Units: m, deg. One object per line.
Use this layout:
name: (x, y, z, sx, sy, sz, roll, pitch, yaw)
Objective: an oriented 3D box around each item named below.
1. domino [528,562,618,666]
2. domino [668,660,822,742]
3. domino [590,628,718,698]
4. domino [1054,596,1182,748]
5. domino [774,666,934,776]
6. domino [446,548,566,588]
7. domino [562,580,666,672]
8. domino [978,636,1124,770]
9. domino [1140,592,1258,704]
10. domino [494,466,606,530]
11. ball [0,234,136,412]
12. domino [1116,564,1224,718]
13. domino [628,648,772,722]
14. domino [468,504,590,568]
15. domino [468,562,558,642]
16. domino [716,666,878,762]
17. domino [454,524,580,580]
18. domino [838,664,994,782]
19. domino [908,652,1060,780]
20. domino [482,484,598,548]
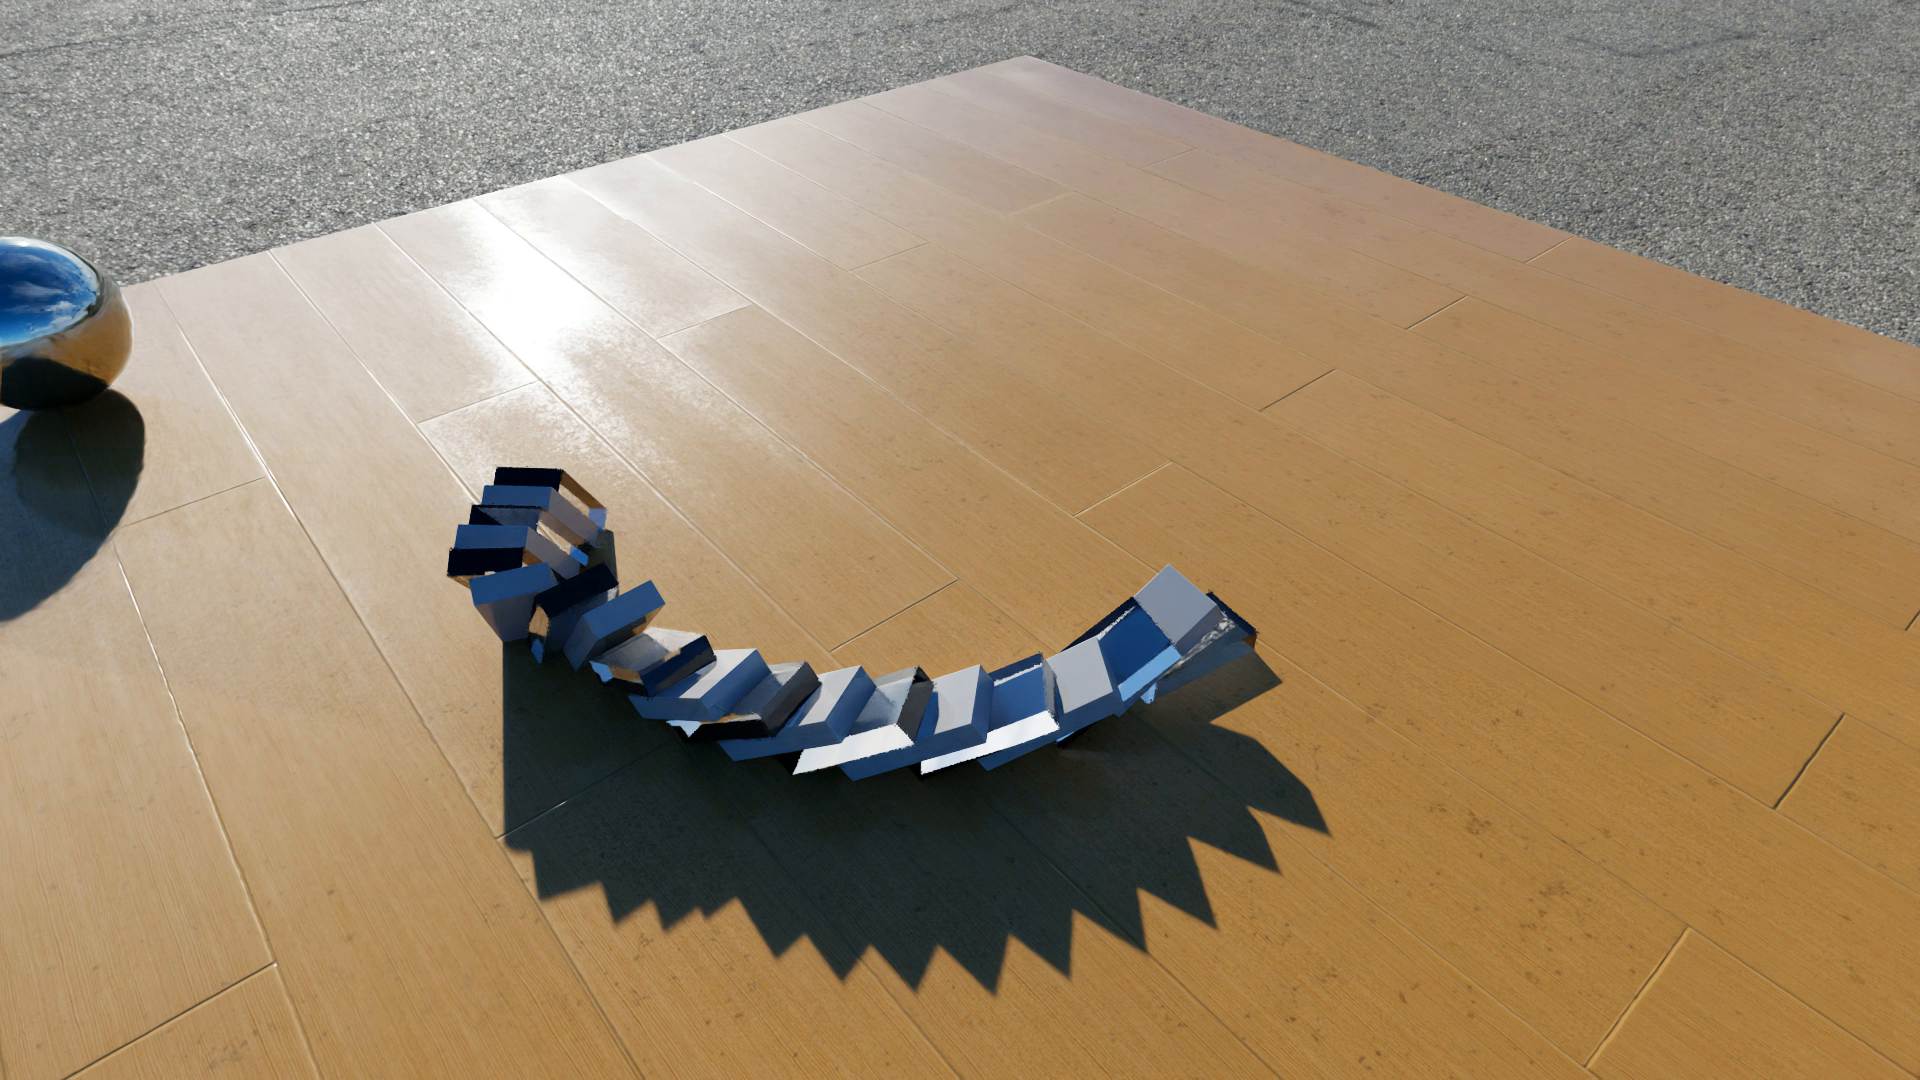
domino: (-0.135, 0.026, 0.382, 0.025, 0.050, 0.010, -31, 82, -32)
domino: (-0.070, 0.053, 0.358, 0.050, 0.010, 0.025, -12, 27, 42)
domino: (-0.105, 0.041, 0.374, 0.025, 0.009, 0.050, -31, 16, -32)
domino: (0.046, 0.044, 0.370, 0.050, 0.010, 0.025, -38, 46, 3)
domino: (-0.034, 0.058, 0.352, 0.050, 0.009, 0.025, -20, 30, 30)
domino: (-0.161, 0.014, 0.397, 0.025, 0.050, 0.010, -1, 74, -2)
domino: (-0.120, 0.030, 0.379, 0.025, 0.050, 0.009, -31, 88, -32)
domino: (0.027, 0.053, 0.360, 0.050, 0.009, 0.025, -27, 38, 13)
domino: (0.080, 0.038, 0.397, 0.050, 0.009, 0.025, -22, 44, -24)
domino: (-0.160, -0.016, 0.433, 0.025, 0.050, 0.009, 2, 74, 2)
ball: (-0.433, -0.100, 0.510, 0.080, 0.080, 0.080, 0, 39, 0)
domino: (0.064, 0.034, 0.380, 0.050, 0.009, 0.025, -43, 49, -1)
domino: (-0.087, 0.048, 0.364, 0.050, 0.009, 0.025, -8, 28, 48)
domino: (-0.162, -0.001, 0.415, 0.025, 0.050, 0.009, 2, 74, 2)
domino: (-0.153, 0.022, 0.386, 0.025, 0.050, 0.010, -14, 74, -16)
domino: (-0.053, 0.056, 0.354, 0.050, 0.010, 0.025, -16, 27, 36)
domino: (-0.162, 0.006, 0.406, 0.025, 0.050, 0.009, 2, 74, 2)
domino: (-0.014, 0.059, 0.353, 0.050, 0.009, 0.025, -21, 33, 24)
domino: (0.007, 0.057, 0.355, 0.050, 0.009, 0.025, -24, 36, 18)
domino: (-0.161, -0.008, 0.424, 0.025, 0.050, 0.010, 2, 74, 2)
